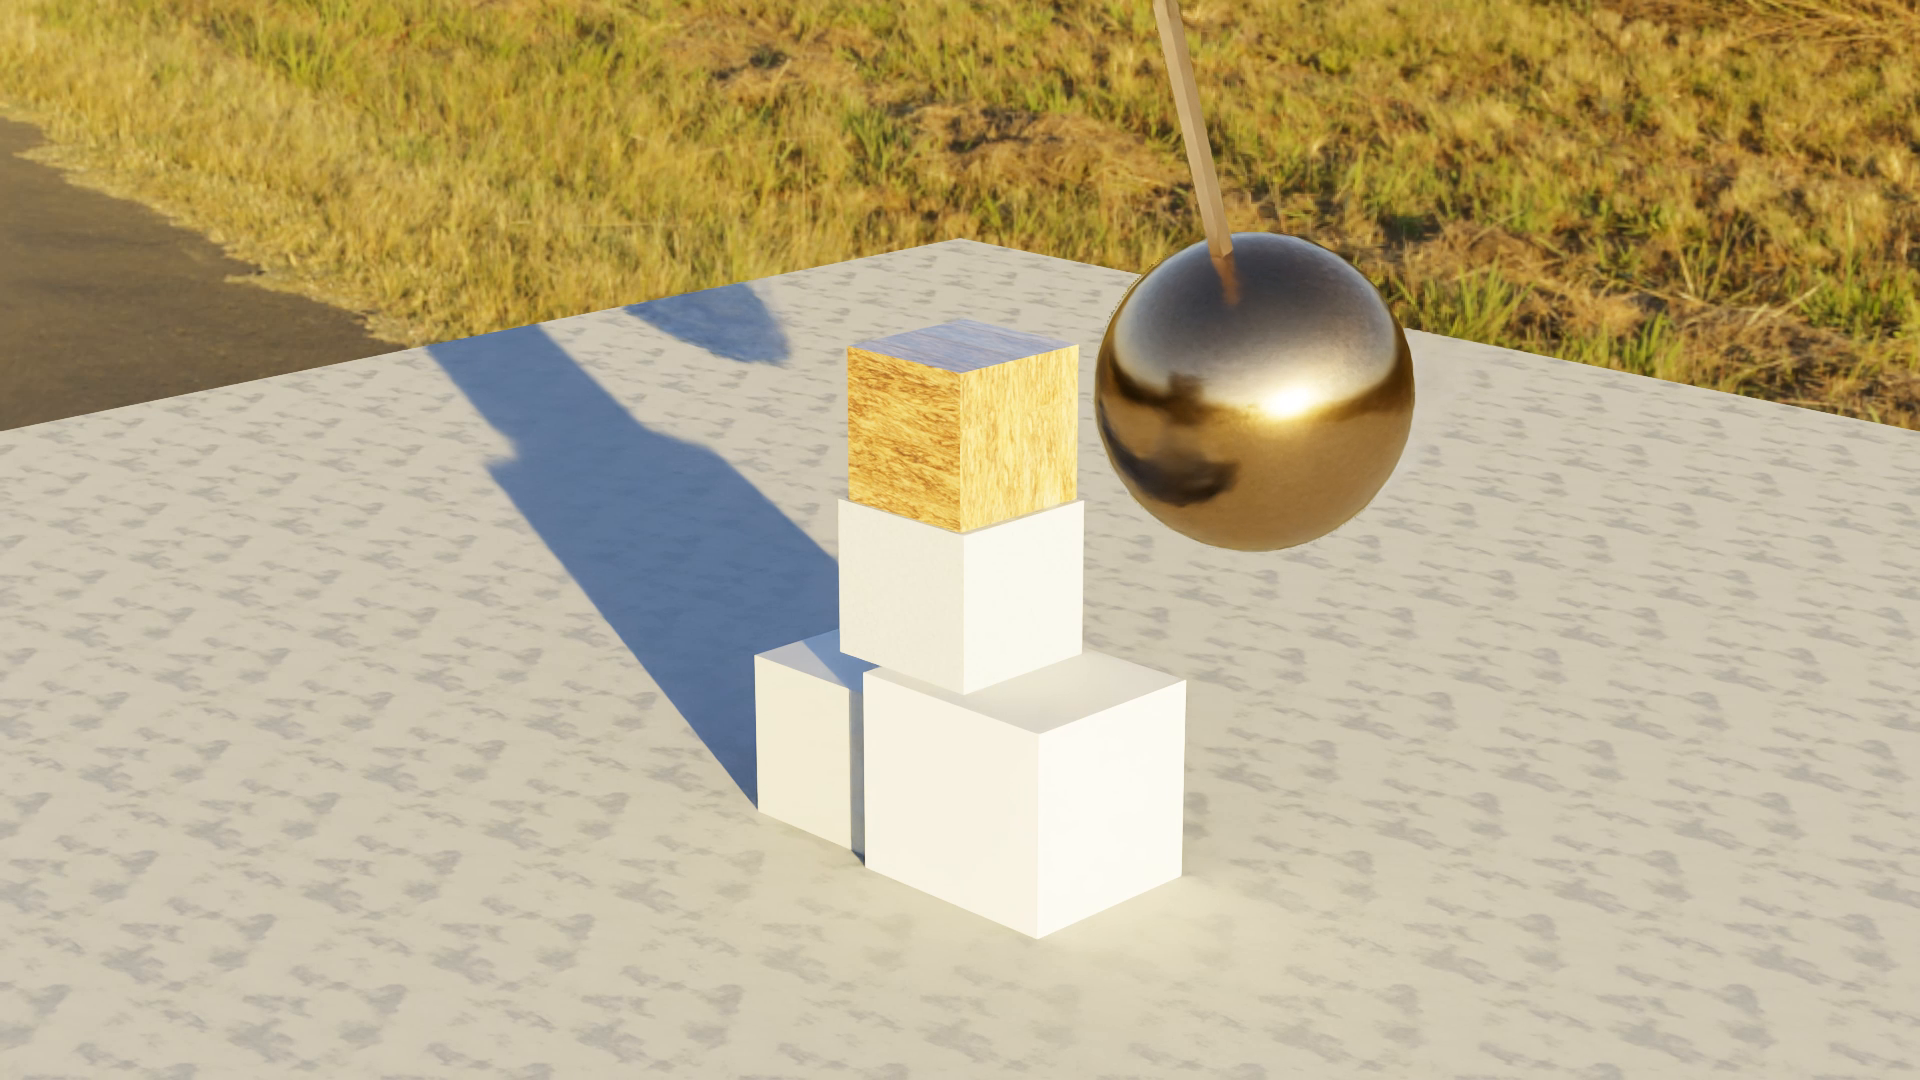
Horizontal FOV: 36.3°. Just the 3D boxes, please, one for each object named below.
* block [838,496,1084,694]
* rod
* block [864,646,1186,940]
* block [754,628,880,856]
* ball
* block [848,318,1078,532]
[{"bbox_3d":[0.004,0.168,13.398,0.768,0.736,0.806,-17,24,-42],"label":"block"},{"bbox_3d":[0.636,-3.534,12.897,0.080,5.200,0.080,17,44,42],"label":"rod"},{"bbox_3d":[0.289,1.069,13.349,0.957,0.955,1.095,-17,24,-42],"label":"block"},{"bbox_3d":[-0.385,0.930,14.049,0.827,0.800,0.842,-17,24,-42],"label":"block"},{"bbox_3d":[1.467,-0.739,14.647,1.600,1.600,1.600,0,17,0],"label":"ball"},{"bbox_3d":[0.013,-0.527,13.190,0.745,0.716,0.713,-17,24,-42],"label":"block"}]
